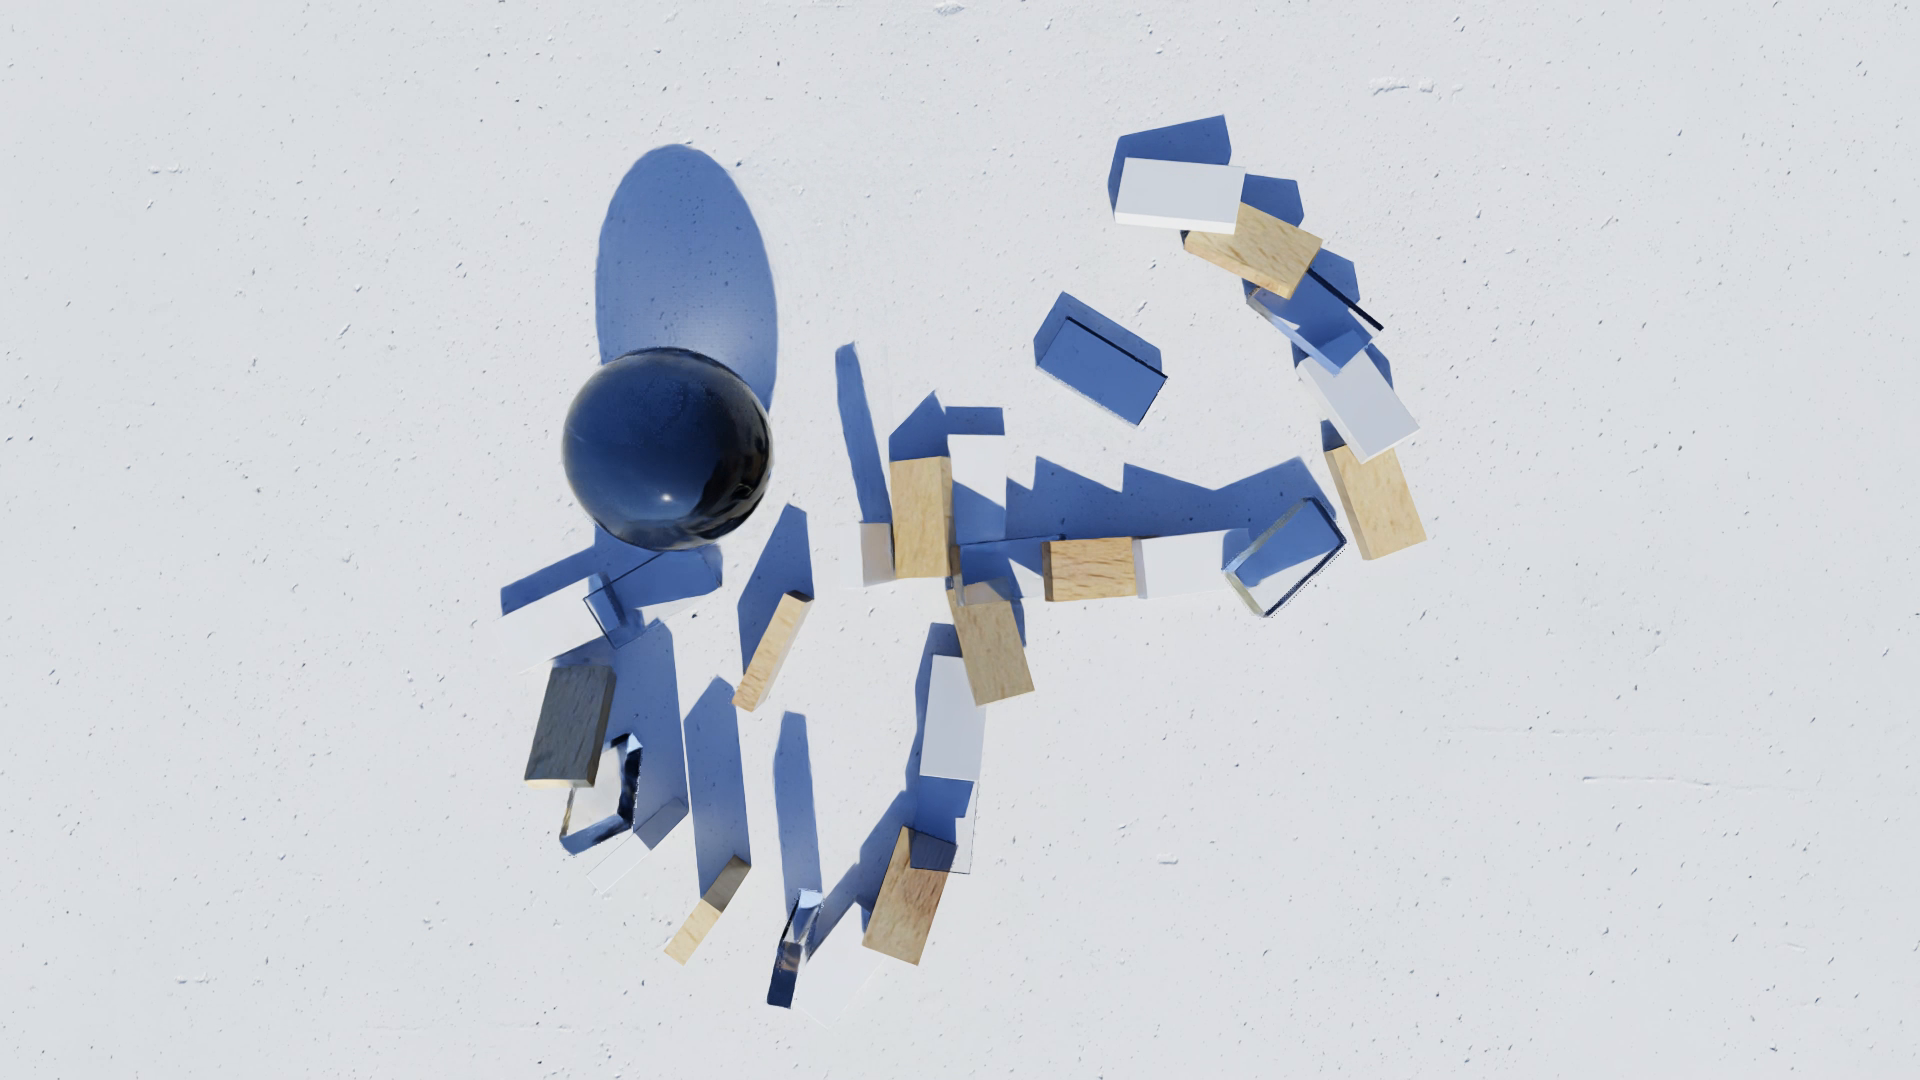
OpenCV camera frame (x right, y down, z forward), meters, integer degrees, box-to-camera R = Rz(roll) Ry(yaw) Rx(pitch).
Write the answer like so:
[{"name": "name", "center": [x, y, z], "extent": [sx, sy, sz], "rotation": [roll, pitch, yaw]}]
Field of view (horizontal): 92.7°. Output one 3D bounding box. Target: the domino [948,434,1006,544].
[{"name": "domino", "center": [0.007, -0.020, 0.395], "extent": [0.025, 0.009, 0.050], "rotation": [1, 90, 0]}]

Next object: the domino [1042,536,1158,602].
[{"name": "domino", "center": [0.060, 0.012, 0.388], "extent": [0.050, 0.010, 0.025], "rotation": [-3, 89, -18]}]

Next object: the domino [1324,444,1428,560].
[{"name": "domino", "center": [0.179, -0.019, 0.395], "extent": [0.025, 0.009, 0.050], "rotation": [-20, 90, 0]}]

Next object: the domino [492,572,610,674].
[{"name": "domino", "center": [-0.172, 0.036, 0.395], "extent": [0.050, 0.010, 0.025], "rotation": [-25, 90, 0]}]

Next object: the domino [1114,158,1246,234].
[{"name": "domino", "center": [0.093, -0.146, 0.389], "extent": [0.050, 0.010, 0.025], "rotation": [10, 85, 13]}]

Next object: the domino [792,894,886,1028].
[{"name": "domino", "center": [-0.051, 0.181, 0.395], "extent": [0.025, 0.010, 0.050], "rotation": [38, 90, 0]}]

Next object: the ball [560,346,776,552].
[{"name": "ball", "center": [-0.113, -0.035, 0.360], "extent": [0.080, 0.080, 0.080], "rotation": [0, 90, 0]}]

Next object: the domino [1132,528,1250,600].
[{"name": "domino", "center": [0.099, 0.010, 0.389], "extent": [0.050, 0.009, 0.025], "rotation": [-6, 90, -15]}]

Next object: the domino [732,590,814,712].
[{"name": "domino", "center": [-0.079, 0.046, 0.388], "extent": [0.009, 0.025, 0.050], "rotation": [26, 90, 0]}]

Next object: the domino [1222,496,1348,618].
[{"name": "domino", "center": [0.138, 0.007, 0.389], "extent": [0.050, 0.009, 0.025], "rotation": [-40, 98, -11]}]

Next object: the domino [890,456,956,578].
[{"name": "domino", "center": [-0.015, -0.009, 0.390], "extent": [0.025, 0.010, 0.050], "rotation": [-4, 90, 29]}]

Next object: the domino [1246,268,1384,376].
[{"name": "domino", "center": [0.150, -0.096, 0.389], "extent": [0.025, 0.010, 0.050], "rotation": [-44, 75, 0]}]

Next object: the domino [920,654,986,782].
[{"name": "domino", "center": [-0.002, 0.075, 0.389], "extent": [0.025, 0.009, 0.050], "rotation": [6, 76, 0]}]

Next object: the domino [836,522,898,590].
[{"name": "domino", "center": [-0.037, 0.006, 0.375], "extent": [0.009, 0.050, 0.025], "rotation": [-4, 90, 11]}]

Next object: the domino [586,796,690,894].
[{"name": "domino", "center": [-0.131, 0.124, 0.375], "extent": [0.025, 0.050, 0.009], "rotation": [-41, 90, 0]}]

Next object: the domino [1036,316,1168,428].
[{"name": "domino", "center": [0.061, -0.072, 0.395], "extent": [0.050, 0.009, 0.025], "rotation": [31, 90, 0]}]

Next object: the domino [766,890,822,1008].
[{"name": "domino", "center": [-0.067, 0.166, 0.375], "extent": [0.009, 0.050, 0.025], "rotation": [12, 90, 0]}]

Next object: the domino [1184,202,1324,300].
[{"name": "domino", "center": [0.124, -0.125, 0.389], "extent": [0.050, 0.009, 0.025], "rotation": [31, 89, 14]}]

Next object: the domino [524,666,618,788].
[{"name": "domino", "center": [-0.162, 0.077, 0.382], "extent": [0.025, 0.009, 0.050], "rotation": [-2, 56, 0]}]

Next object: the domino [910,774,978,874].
[{"name": "domino", "center": [-0.006, 0.114, 0.389], "extent": [0.025, 0.009, 0.050], "rotation": [6, 75, 0]}]

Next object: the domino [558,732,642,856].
[{"name": "domino", "center": [-0.146, 0.103, 0.376], "extent": [0.025, 0.050, 0.010], "rotation": [-25, 119, 0]}]

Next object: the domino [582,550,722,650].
[{"name": "domino", "center": [-0.130, 0.023, 0.390], "extent": [0.050, 0.009, 0.025], "rotation": [-32, 91, -12]}]

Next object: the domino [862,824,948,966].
[{"name": "domino", "center": [-0.021, 0.150, 0.389], "extent": [0.025, 0.010, 0.050], "rotation": [20, 76, 0]}]

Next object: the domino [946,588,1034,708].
[{"name": "domino", "center": [0.012, 0.043, 0.388], "extent": [0.025, 0.010, 0.050], "rotation": [-14, 76, -5]}]

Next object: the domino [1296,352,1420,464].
[{"name": "domino", "center": [0.168, -0.060, 0.389], "extent": [0.025, 0.009, 0.050], "rotation": [-29, 76, 0]}]

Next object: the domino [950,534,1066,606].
[{"name": "domino", "center": [0.022, 0.012, 0.385], "extent": [0.050, 0.009, 0.025], "rotation": [-6, 86, -23]}]

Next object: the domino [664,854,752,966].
[{"name": "domino", "center": [-0.102, 0.150, 0.375], "extent": [0.010, 0.050, 0.025], "rotation": [36, 90, 0]}]
